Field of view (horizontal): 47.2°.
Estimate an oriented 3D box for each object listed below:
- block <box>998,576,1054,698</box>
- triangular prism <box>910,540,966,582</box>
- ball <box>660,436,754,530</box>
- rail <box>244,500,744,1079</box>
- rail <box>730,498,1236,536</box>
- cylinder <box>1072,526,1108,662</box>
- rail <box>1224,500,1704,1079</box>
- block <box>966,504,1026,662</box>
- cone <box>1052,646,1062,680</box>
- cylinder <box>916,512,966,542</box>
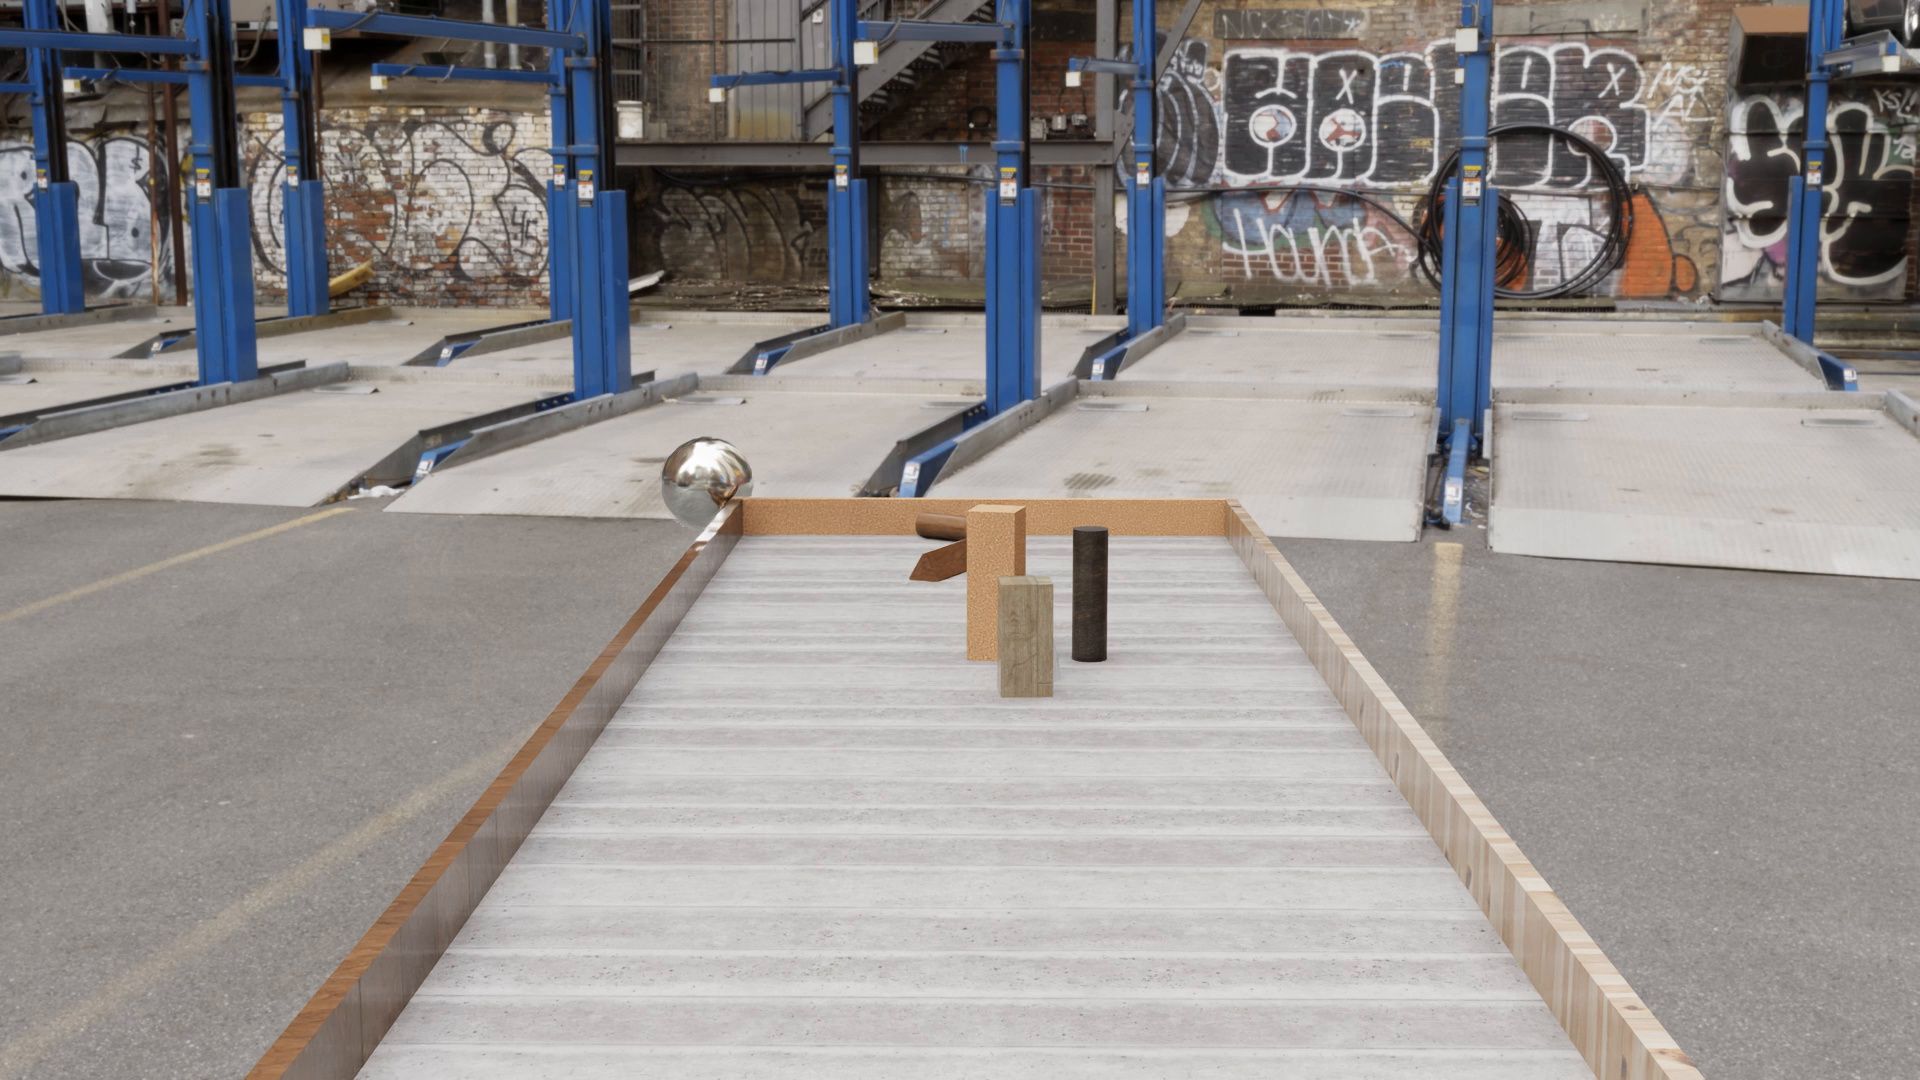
[{"bbox_3d":[0.185,0.273,6.254,0.147,0.323,0.147,0,9,-3],"label":"block"},{"bbox_3d":[-0.043,0.067,8.243,0.117,0.101,0.428,5,10,24],"label":"triangular prism"},{"bbox_3d":[-1.074,-0.241,9.346,0.393,0.393,0.393,0,9,0],"label":"ball"},{"bbox_3d":[-1.004,0.839,3.234,0.050,0.150,12.000,0,9,1],"label":"rail"},{"bbox_3d":[0.099,-0.098,9.147,2.100,0.150,0.050,0,9,1],"label":"rail"},{"bbox_3d":[0.395,0.164,6.689,0.109,0.402,0.109,0,9,0],"label":"cylinder"},{"bbox_3d":[1.046,0.843,3.208,0.050,0.150,12.000,0,9,1],"label":"rail"},{"bbox_3d":[0.111,0.131,6.718,0.148,0.459,0.148,2,9,15],"label":"block"},{"bbox_3d":[0.233,0.252,6.444,0.132,0.305,0.132,0,9,0],"label":"cone"},{"bbox_3d":[0.004,-0.047,8.970,0.392,0.105,0.105,7,11,37],"label":"cylinder"}]
